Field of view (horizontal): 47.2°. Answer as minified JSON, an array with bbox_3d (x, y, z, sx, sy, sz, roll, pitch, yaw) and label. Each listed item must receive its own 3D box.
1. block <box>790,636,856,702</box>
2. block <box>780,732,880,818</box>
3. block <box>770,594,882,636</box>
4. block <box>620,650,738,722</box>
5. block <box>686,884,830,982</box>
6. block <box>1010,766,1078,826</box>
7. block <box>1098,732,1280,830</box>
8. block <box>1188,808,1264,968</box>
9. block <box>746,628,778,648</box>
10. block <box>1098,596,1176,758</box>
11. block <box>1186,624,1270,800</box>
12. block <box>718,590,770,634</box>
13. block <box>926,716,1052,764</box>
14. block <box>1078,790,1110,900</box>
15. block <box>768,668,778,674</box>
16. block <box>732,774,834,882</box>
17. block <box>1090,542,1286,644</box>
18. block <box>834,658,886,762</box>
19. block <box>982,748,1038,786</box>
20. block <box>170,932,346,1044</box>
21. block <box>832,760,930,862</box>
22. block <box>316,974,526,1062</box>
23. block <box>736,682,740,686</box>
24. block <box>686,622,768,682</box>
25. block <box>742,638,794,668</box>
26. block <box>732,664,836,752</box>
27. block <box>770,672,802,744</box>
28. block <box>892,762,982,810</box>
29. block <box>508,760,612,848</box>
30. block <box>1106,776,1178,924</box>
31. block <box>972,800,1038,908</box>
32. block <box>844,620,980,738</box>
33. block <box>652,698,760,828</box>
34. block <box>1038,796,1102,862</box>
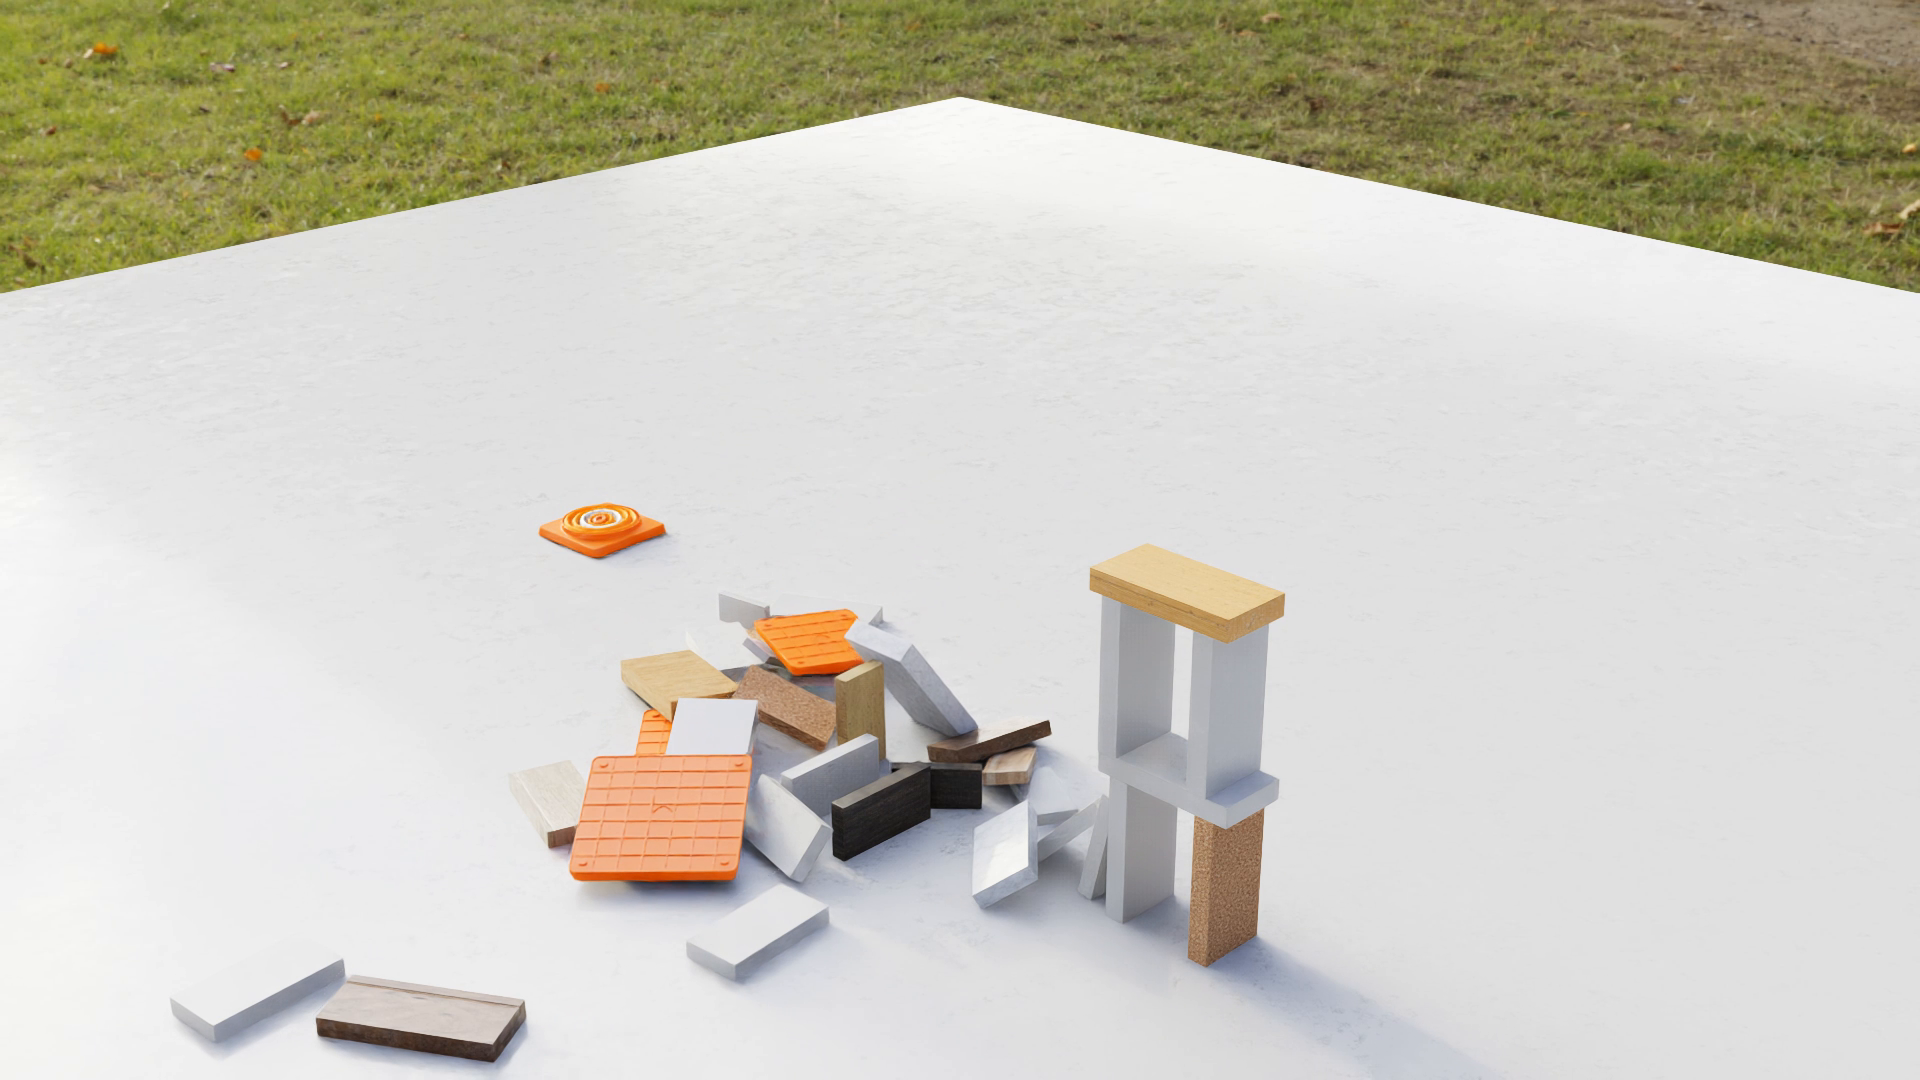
[{"bbox_3d":[-0.313,0.292,5.025,0.128,0.036,0.256,1,23,2],"label":"block"},{"bbox_3d":[-0.261,0.489,4.456,0.034,0.119,0.238,21,31,40],"label":"block"},{"bbox_3d":[-0.327,0.185,5.278,0.256,0.036,0.128,7,24,15],"label":"block"},{"bbox_3d":[-0.617,0.321,4.866,0.167,0.047,0.350,-8,15,-25],"label":"block"},{"bbox_3d":[-0.369,0.717,4.027,0.124,0.035,0.247,18,29,35],"label":"block"},{"bbox_3d":[0.169,0.523,4.495,0.092,0.026,0.184,-6,24,-15],"label":"block"},{"bbox_3d":[0.409,0.422,3.953,0.297,0.042,0.148,21,31,41],"label":"block"},{"bbox_3d":[0.479,0.605,3.955,0.042,0.297,0.148,21,31,41],"label":"block"},{"bbox_3d":[-0.476,0.237,5.184,0.052,0.015,0.104,-13,26,-29],"label":"block"},{"bbox_3d":[0.320,0.224,3.967,0.044,0.310,0.155,21,31,41],"label":"block"},{"bbox_3d":[0.466,0.281,3.832,0.044,0.310,0.155,21,31,41],"label":"block"},{"bbox_3d":[-0.515,0.173,5.260,0.144,0.072,0.020,15,27,32],"label":"block"},{"bbox_3d":[0.063,0.425,4.667,0.239,0.034,0.120,-15,8,-32],"label":"block"},{"bbox_3d":[0.297,0.557,4.139,0.120,0.239,0.034,-21,44,-41],"label":"block"},{"bbox_3d":[-0.473,0.308,5.017,0.104,0.015,0.052,3,23,6],"label":"block"},{"bbox_3d":[-0.348,0.561,4.293,0.034,0.119,0.238,31,0,-40],"label":"block"},{"bbox_3d":[0.393,0.090,3.830,0.310,0.044,0.155,21,31,41],"label":"block"},{"bbox_3d":[-0.207,0.372,4.596,0.032,0.223,0.112,20,31,38],"label":"block"},{"bbox_3d":[0.104,0.468,4.558,0.092,0.026,0.184,-4,9,9],"label":"block"},{"bbox_3d":[-1.232,0.784,3.865,0.132,0.037,0.265,18,29,36],"label":"block"},{"bbox_3d":[-0.154,0.535,4.349,0.034,0.119,0.238,21,31,40],"label":"block"},{"bbox_3d":[-0.925,0.821,3.779,0.326,0.037,0.132,5,24,12],"label":"block"},{"bbox_3d":[-0.510,0.346,4.919,0.072,0.020,0.144,2,23,5],"label":"block"},{"bbox_3d":[-0.537,0.260,5.059,0.128,0.036,0.256,-7,22,-19],"label":"block"},{"bbox_3d":[-0.437,0.258,5.003,0.072,0.020,0.144,38,4,19],"label":"block"},{"bbox_3d":[-0.372,0.360,4.726,0.223,0.032,0.112,27,41,1],"label":"block"},{"bbox_3d":[-0.379,0.367,4.826,0.223,0.032,0.112,28,36,37],"label":"block"},{"bbox_3d":[-0.047,0.499,4.466,0.184,0.092,0.026,1,23,2],"label":"block"},{"bbox_3d":[-0.812,0.533,4.457,0.132,0.037,0.265,-11,26,-25],"label":"block"},{"bbox_3d":[0.339,0.550,4.083,0.042,0.297,0.148,21,31,41],"label":"block"},{"bbox_3d":[0.087,0.601,4.221,0.124,0.035,0.247,-30,19,13],"label":"block"},{"bbox_3d":[-0.101,0.303,4.669,0.167,0.334,0.047,21,67,40],"label":"block"},{"bbox_3d":[-0.520,0.455,4.522,0.167,0.047,0.334,1,38,3],"label":"block"},{"bbox_3d":[0.227,0.545,4.225,0.120,0.239,0.034,-28,80,-48],"label":"block"}]
